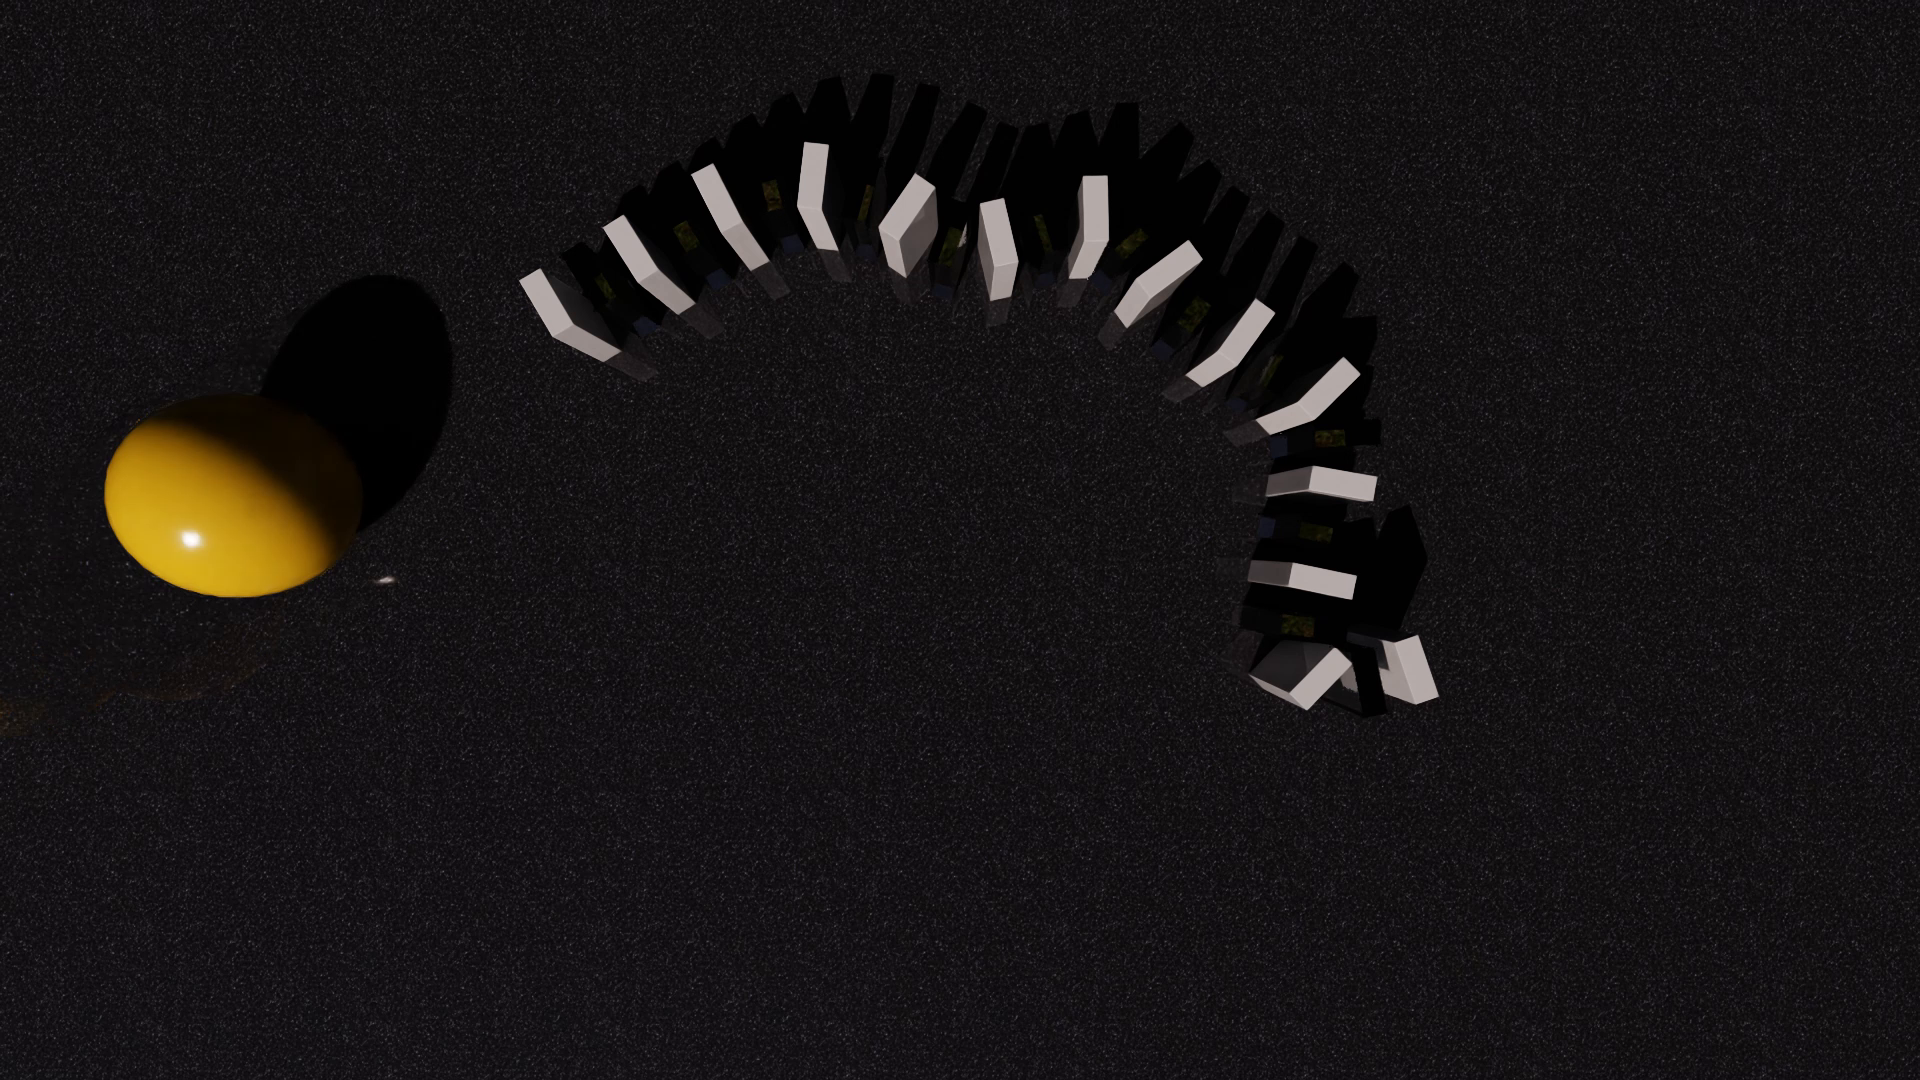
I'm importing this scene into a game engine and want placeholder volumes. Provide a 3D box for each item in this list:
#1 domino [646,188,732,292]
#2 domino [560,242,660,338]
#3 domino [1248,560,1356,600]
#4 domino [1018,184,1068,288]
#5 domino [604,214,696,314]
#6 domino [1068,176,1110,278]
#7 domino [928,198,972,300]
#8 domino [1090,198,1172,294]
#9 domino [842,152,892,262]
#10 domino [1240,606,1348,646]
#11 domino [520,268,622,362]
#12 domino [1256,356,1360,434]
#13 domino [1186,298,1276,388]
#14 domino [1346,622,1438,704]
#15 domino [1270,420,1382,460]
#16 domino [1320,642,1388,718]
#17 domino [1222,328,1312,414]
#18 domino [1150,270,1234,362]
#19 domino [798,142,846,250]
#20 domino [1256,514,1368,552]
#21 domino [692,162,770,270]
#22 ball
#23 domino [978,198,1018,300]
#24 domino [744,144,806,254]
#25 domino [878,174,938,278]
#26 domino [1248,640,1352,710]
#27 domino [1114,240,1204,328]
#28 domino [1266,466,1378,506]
[{"bbox_3d":[-0.110,-0.121,0.375,0.010,0.050,0.025,-31,90,0],"label":"domino"},{"bbox_3d":[-0.142,-0.101,0.375,0.009,0.050,0.025,-33,90,0],"label":"domino"},{"bbox_3d":[0.139,0.016,0.375,0.025,0.050,0.009,12,90,0],"label":"domino"},{"bbox_3d":[0.033,-0.123,0.375,0.009,0.050,0.025,-17,90,0],"label":"domino"},{"bbox_3d":[-0.126,-0.111,0.375,0.010,0.050,0.025,-32,90,0],"label":"domino"},{"bbox_3d":[0.052,-0.127,0.375,0.010,0.050,0.025,-1,90,0],"label":"domino"},{"bbox_3d":[-0.004,-0.118,0.375,0.009,0.050,0.025,19,90,0],"label":"domino"},{"bbox_3d":[0.069,-0.119,0.375,0.025,0.050,0.009,-43,90,0],"label":"domino"},{"bbox_3d":[-0.038,-0.135,0.375,0.010,0.050,0.025,15,90,0],"label":"domino"},{"bbox_3d":[0.135,0.035,0.375,0.025,0.050,0.010,6,90,0],"label":"domino"},{"bbox_3d":[-0.158,-0.091,0.375,0.010,0.050,0.025,-31,90,0],"label":"domino"},{"bbox_3d":[0.141,-0.058,0.375,0.025,0.050,0.009,-45,90,0],"label":"domino"},{"bbox_3d":[0.110,-0.079,0.375,0.009,0.050,0.025,36,90,0],"label":"domino"},{"bbox_3d":[0.175,0.050,0.375,0.010,0.050,0.025,-19,90,0],"label":"domino"},{"bbox_3d":[0.148,-0.041,0.375,0.025,0.050,0.009,-3,90,0],"label":"domino"},{"bbox_3d":[0.156,0.055,0.375,0.009,0.050,0.025,-11,90,0],"label":"domino"},{"bbox_3d":[0.125,-0.068,0.375,0.010,0.050,0.025,30,90,0],"label":"domino"},{"bbox_3d":[0.094,-0.091,0.375,0.009,0.050,0.025,37,90,0],"label":"domino"},{"bbox_3d":[-0.056,-0.139,0.375,0.010,0.050,0.025,7,90,0],"label":"domino"},{"bbox_3d":[0.143,-0.003,0.375,0.025,0.050,0.009,12,90,0],"label":"domino"},{"bbox_3d":[-0.093,-0.131,0.375,0.009,0.050,0.025,-27,90,0],"label":"domino"},{"bbox_3d":[-0.282,-0.017,0.360,0.080,0.080,0.080,0,90,0],"label":"ball"},{"bbox_3d":[0.015,-0.118,0.375,0.010,0.050,0.025,-13,90,0],"label":"domino"},{"bbox_3d":[-0.075,-0.138,0.375,0.010,0.050,0.025,-14,90,0],"label":"domino"},{"bbox_3d":[-0.020,-0.127,0.375,0.009,0.050,0.025,35,90,0],"label":"domino"},{"bbox_3d":[0.138,0.053,0.375,0.010,0.050,0.025,45,90,0],"label":"domino"},{"bbox_3d":[0.080,-0.104,0.375,0.025,0.050,0.009,-36,90,0],"label":"domino"},{"bbox_3d":[0.146,-0.022,0.375,0.025,0.050,0.010,10,90,0],"label":"domino"}]
